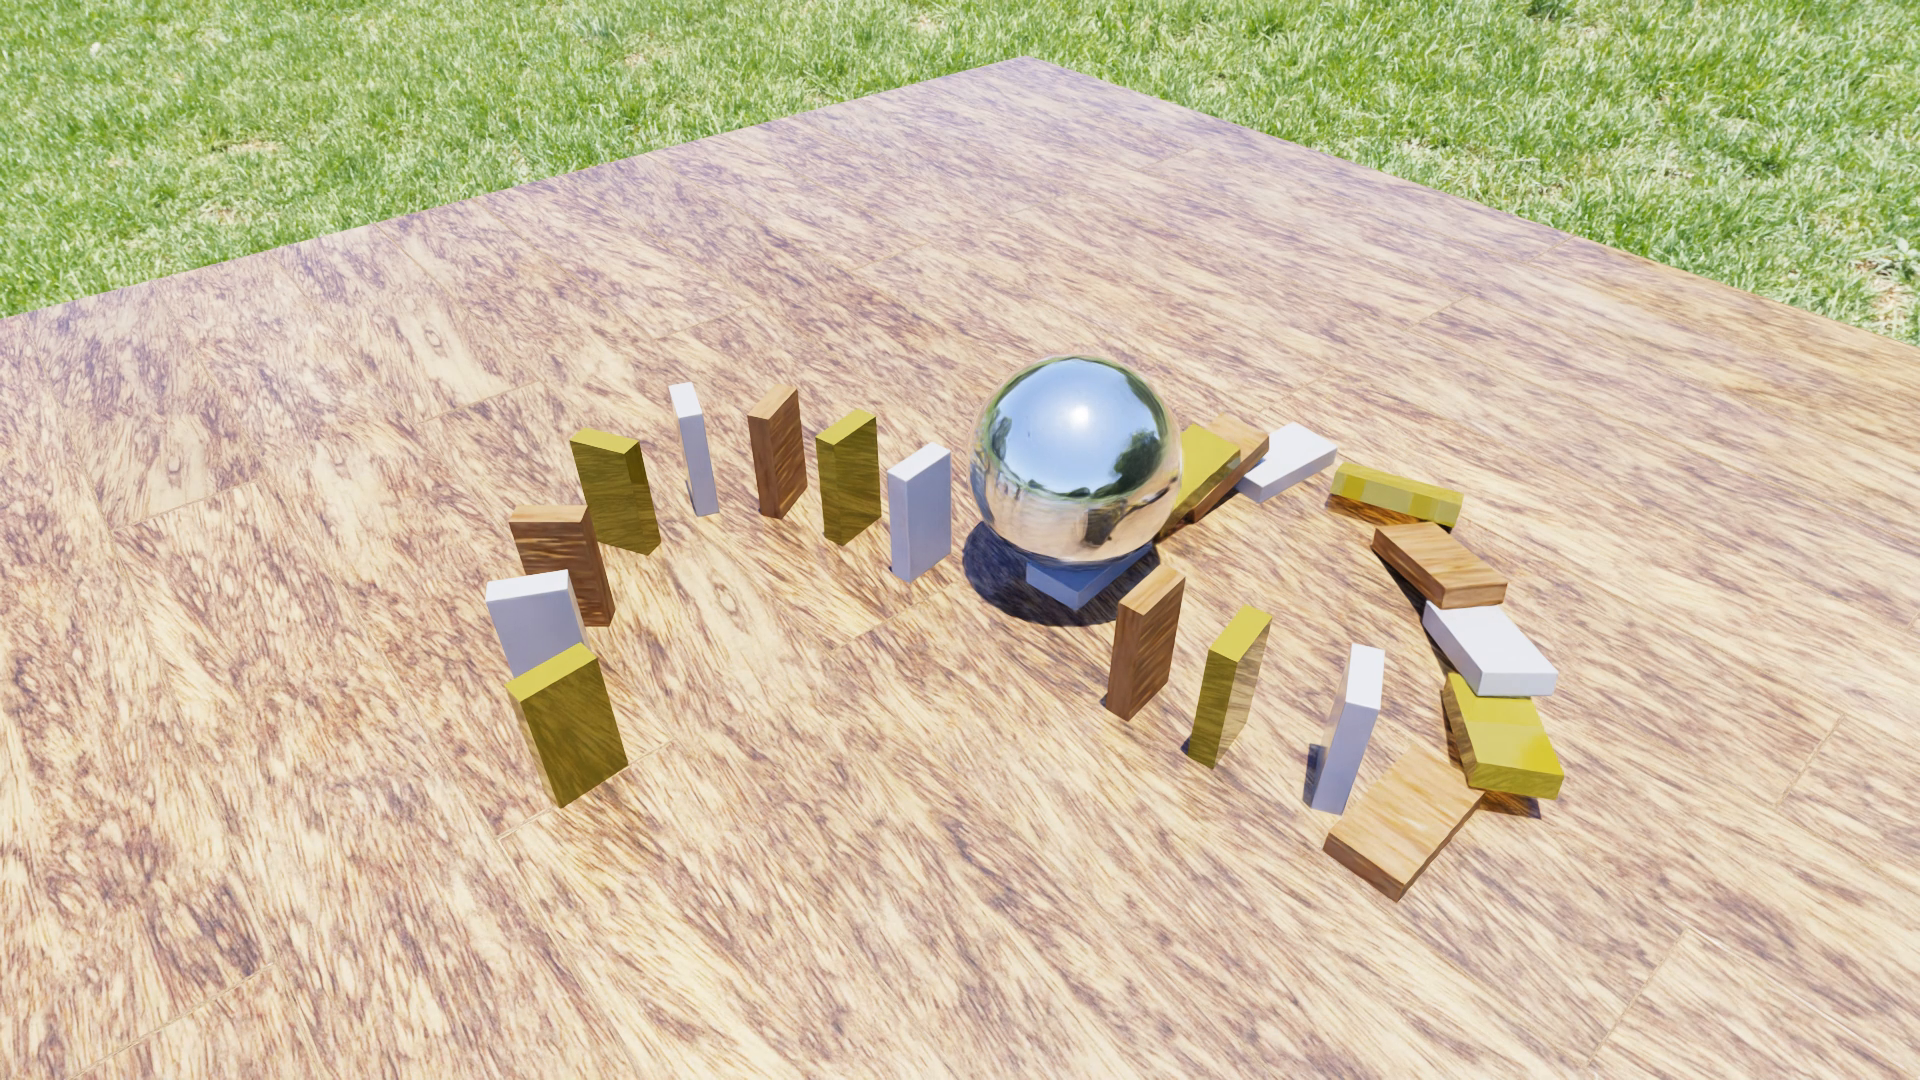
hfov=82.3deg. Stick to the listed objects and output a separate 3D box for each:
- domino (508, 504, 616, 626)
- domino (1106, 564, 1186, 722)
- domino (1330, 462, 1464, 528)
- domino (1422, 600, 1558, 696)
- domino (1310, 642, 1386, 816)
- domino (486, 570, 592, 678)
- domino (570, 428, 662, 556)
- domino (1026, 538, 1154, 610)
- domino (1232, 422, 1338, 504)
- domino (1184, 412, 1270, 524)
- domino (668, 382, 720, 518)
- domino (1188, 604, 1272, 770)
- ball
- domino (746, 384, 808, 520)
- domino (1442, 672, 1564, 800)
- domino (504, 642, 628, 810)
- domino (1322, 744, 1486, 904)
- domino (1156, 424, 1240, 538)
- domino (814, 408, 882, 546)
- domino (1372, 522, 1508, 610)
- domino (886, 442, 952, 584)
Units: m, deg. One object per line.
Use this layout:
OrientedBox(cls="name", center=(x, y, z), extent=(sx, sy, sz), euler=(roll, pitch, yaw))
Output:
OrientedBox(cls="domino", center=(-0.144, 0.010, 0.399), extent=(0.025, 0.050, 0.010), euler=(0, 39, 0))
OrientedBox(cls="domino", center=(0.062, 0.035, 0.369), extent=(0.010, 0.050, 0.025), euler=(29, 47, 30))
OrientedBox(cls="domino", center=(0.183, -0.020, 0.461), extent=(0.050, 0.010, 0.025), euler=(19, 21, 21))
OrientedBox(cls="domino", center=(0.186, 0.037, 0.388), extent=(0.025, 0.009, 0.050), euler=(0, 25, 0))
OrientedBox(cls="domino", center=(0.119, 0.059, 0.339), extent=(0.010, 0.050, 0.025), euler=(13, 41, 15))
OrientedBox(cls="domino", center=(-0.140, 0.034, 0.370), extent=(0.025, 0.050, 0.010), euler=(-9, 40, -11))
OrientedBox(cls="domino", center=(-0.135, -0.019, 0.434), extent=(0.025, 0.050, 0.010), euler=(14, 41, 17))
OrientedBox(cls="domino", center=(0.052, 0.006, 0.436), extent=(0.025, 0.009, 0.050), euler=(30, 48, 31))
OrientedBox(cls="domino", center=(0.140, -0.035, 0.486), extent=(0.050, 0.009, 0.025), euler=(-25, 46, -28))
OrientedBox(cls="domino", center=(0.107, -0.032, 0.471), extent=(0.050, 0.010, 0.025), euler=(-42, 53, -18))
OrientedBox(cls="domino", center=(-0.110, -0.037, 0.457), extent=(0.009, 0.050, 0.025), euler=(-13, 41, -16))
OrientedBox(cls="domino", center=(0.086, 0.048, 0.353), extent=(0.009, 0.050, 0.025), euler=(25, 46, 28))
OrientedBox(cls="ball", center=(0.043, -0.029, 0.408), extent=(0.080, 0.080, 0.080), euler=(0, 39, 0))
OrientedBox(cls="domino", center=(-0.075, -0.036, 0.456), extent=(0.009, 0.050, 0.025), euler=(13, 41, 15))
OrientedBox(cls="domino", center=(0.176, 0.063, 0.358), extent=(0.025, 0.009, 0.050), euler=(8, 28, 9))
OrientedBox(cls="domino", center=(-0.121, 0.058, 0.341), extent=(0.009, 0.050, 0.025), euler=(32, 49, 33))
OrientedBox(cls="domino", center=(0.137, 0.086, 0.339), extent=(0.050, 0.010, 0.025), euler=(-31, 48, -32))
OrientedBox(cls="domino", center=(0.091, -0.025, 0.458), extent=(0.050, 0.009, 0.025), euler=(-41, 52, -17))
OrientedBox(cls="domino", center=(-0.044, -0.025, 0.442), extent=(0.009, 0.050, 0.025), euler=(25, 46, 27))
OrientedBox(cls="domino", center=(0.184, 0.009, 0.424), extent=(0.025, 0.010, 0.050), euler=(-5, 28, -9))
OrientedBox(cls="domino", center=(-0.015, -0.010, 0.424), extent=(0.009, 0.050, 0.025), euler=(28, 47, 30))
